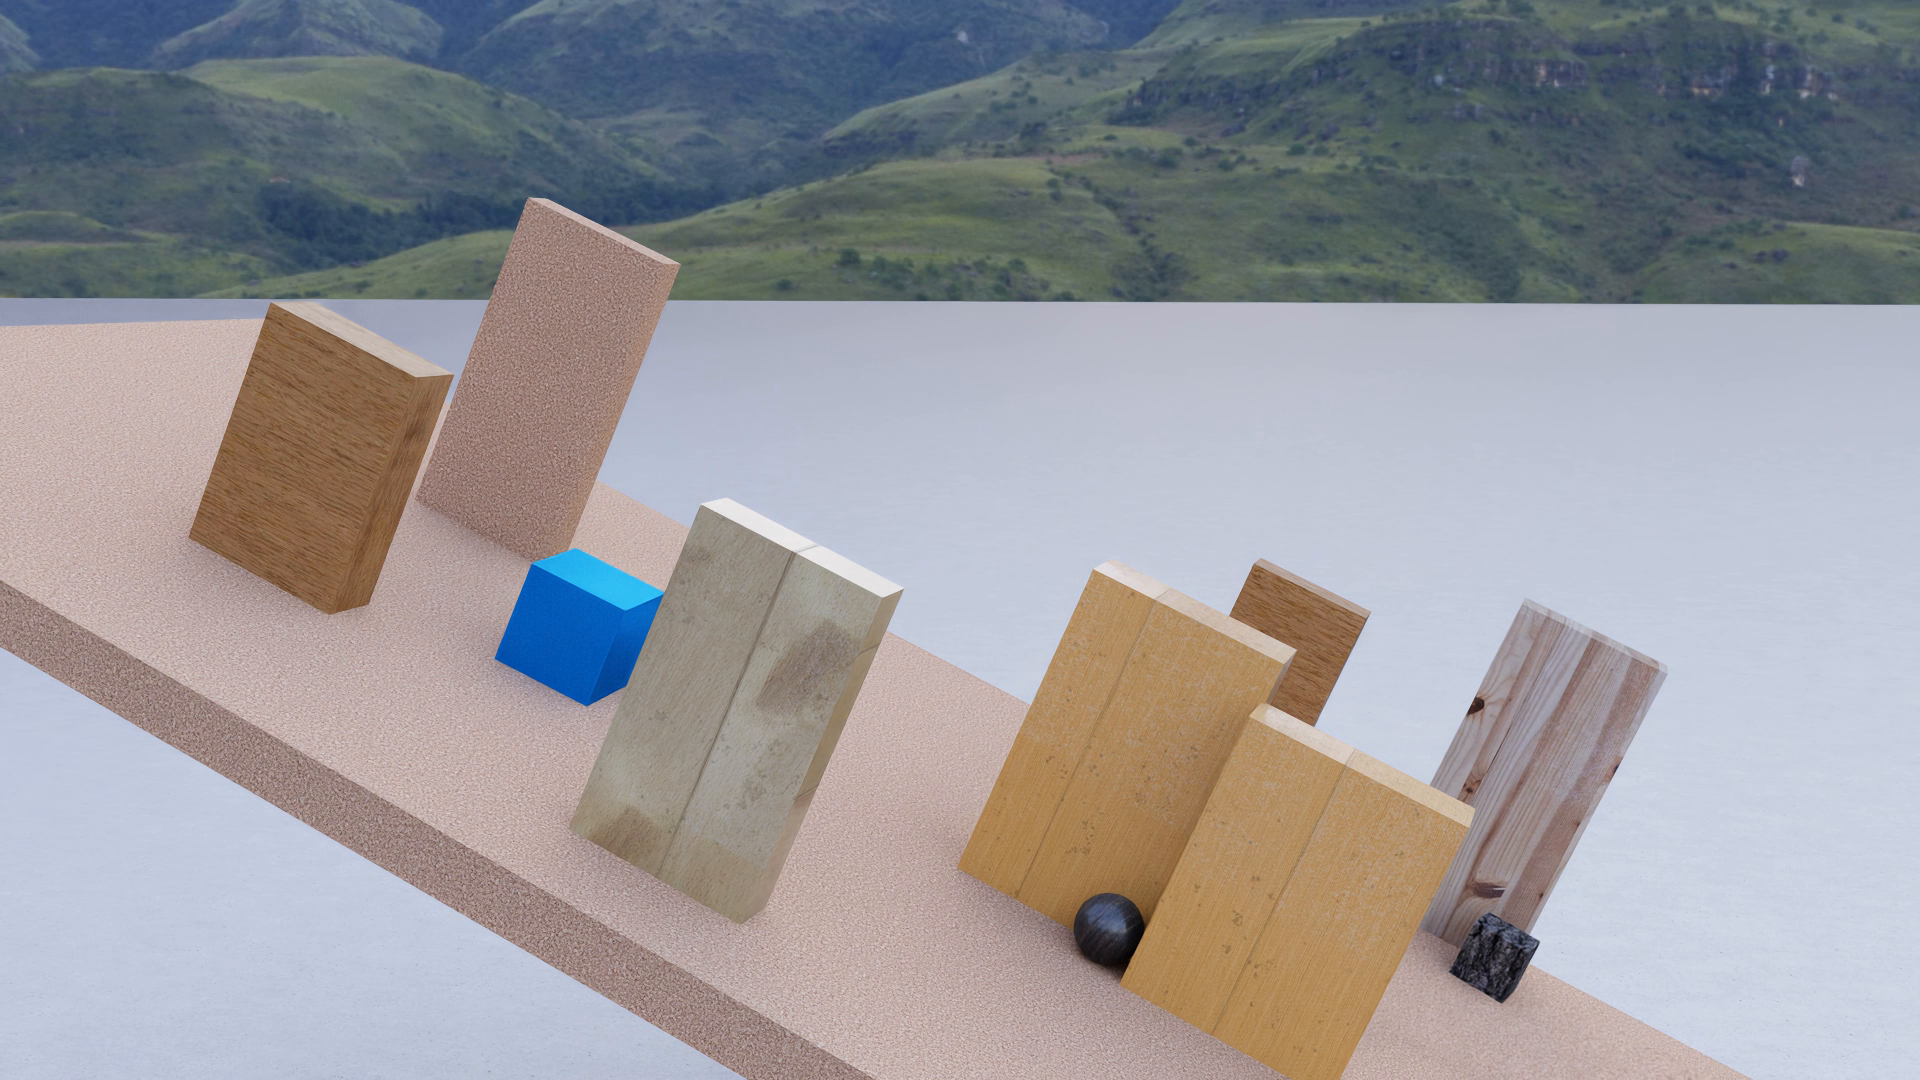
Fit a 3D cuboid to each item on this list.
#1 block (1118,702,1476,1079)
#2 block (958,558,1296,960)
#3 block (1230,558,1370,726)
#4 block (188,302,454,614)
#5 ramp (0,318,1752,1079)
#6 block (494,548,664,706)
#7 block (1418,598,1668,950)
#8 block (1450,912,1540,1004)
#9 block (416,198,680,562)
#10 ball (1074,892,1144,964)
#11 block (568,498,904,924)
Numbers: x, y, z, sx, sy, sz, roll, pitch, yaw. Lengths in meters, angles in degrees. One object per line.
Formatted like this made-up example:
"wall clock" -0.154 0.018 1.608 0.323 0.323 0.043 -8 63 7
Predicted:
"block" 0.570 0.608 3.738 0.398 0.529 0.136 27 14 13
"block" 0.296 0.393 3.934 0.368 0.608 0.149 27 14 13
"block" 0.589 0.371 4.499 0.247 0.619 0.092 27 14 13
"block" -1.137 -0.149 3.910 0.310 0.460 0.129 27 14 13
"ramp" -0.276 0.476 4.177 4.000 0.100 2.000 27 14 13
"block" -0.697 0.158 4.051 0.195 0.195 0.195 26 13 9
"block" 1.187 0.524 4.690 0.323 0.729 0.109 27 14 13
"block" 1.109 0.864 4.558 0.121 0.121 0.121 29 14 23
"block" -0.861 -0.325 4.570 0.330 0.689 0.082 27 14 13
"ball" 0.259 0.676 3.828 0.123 0.123 0.123 0 7 0
"block" -0.351 0.264 3.409 0.319 0.571 0.102 27 14 13
